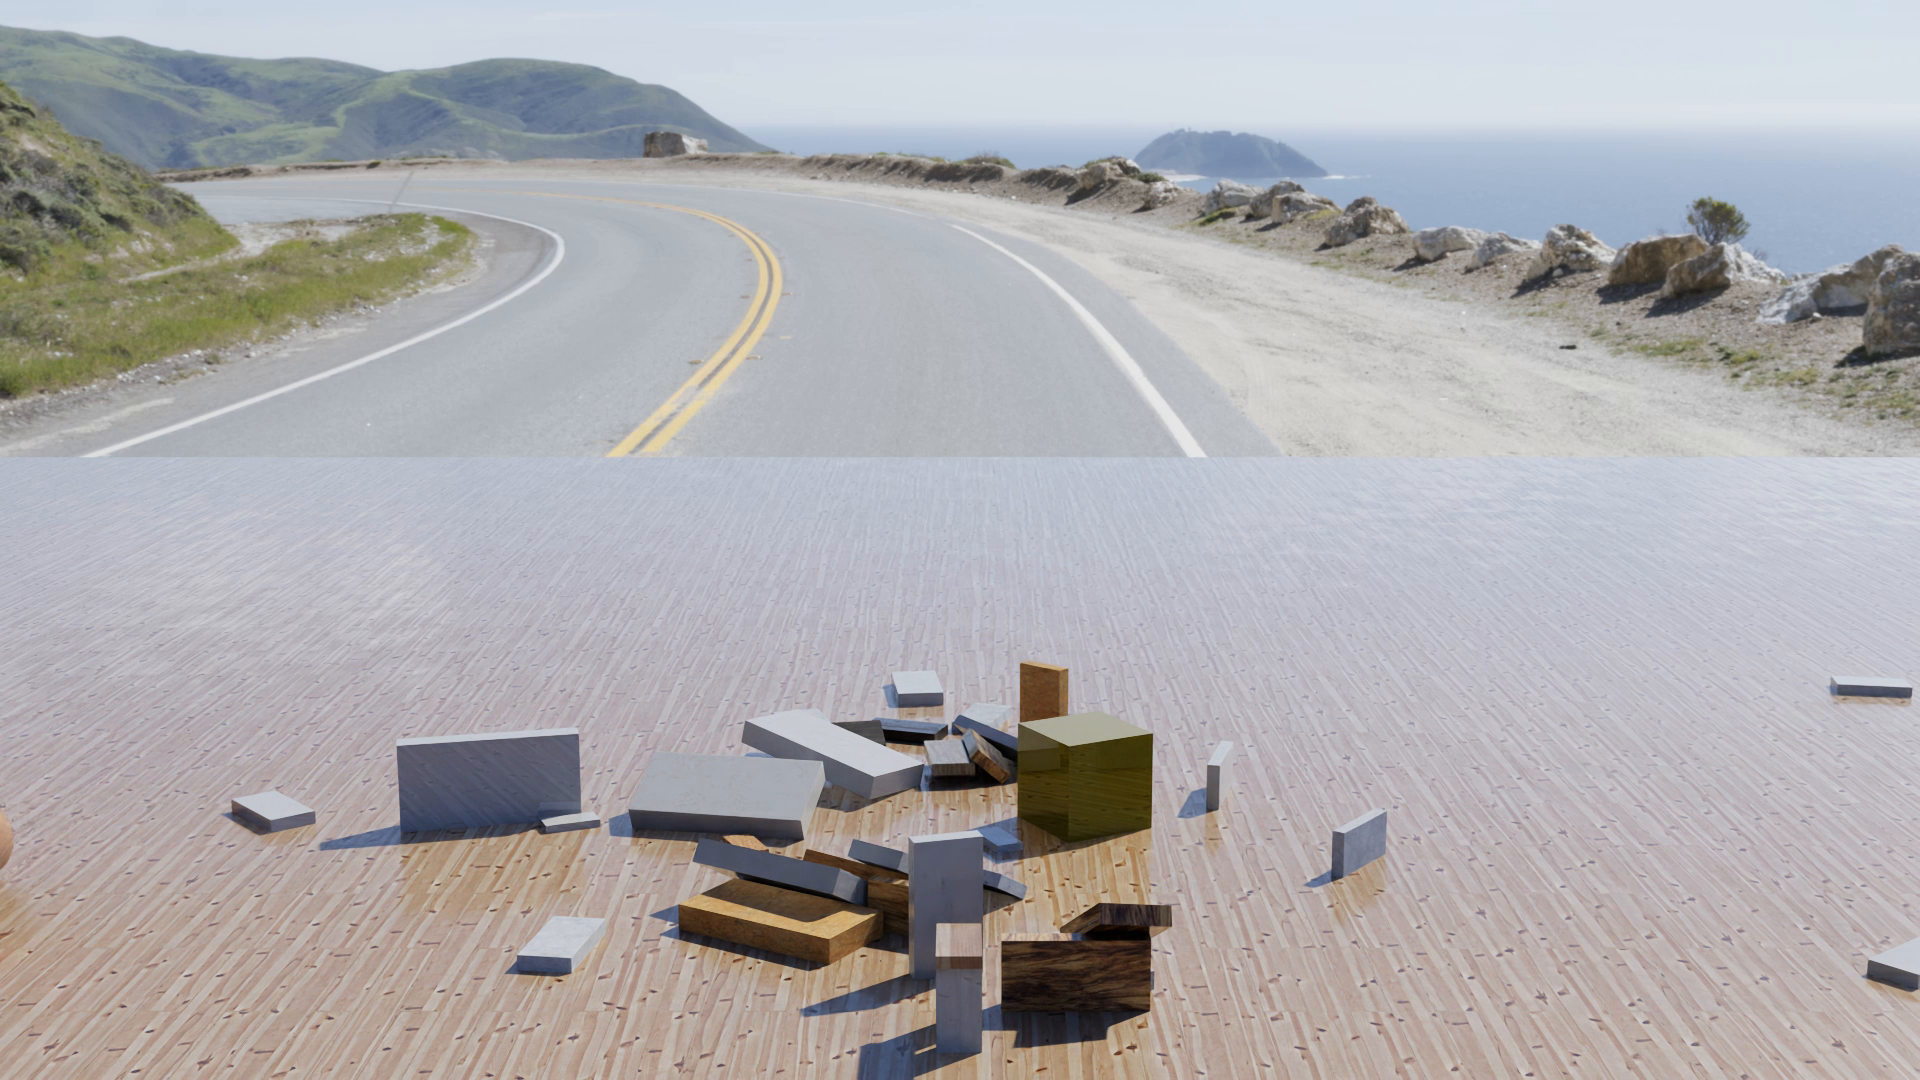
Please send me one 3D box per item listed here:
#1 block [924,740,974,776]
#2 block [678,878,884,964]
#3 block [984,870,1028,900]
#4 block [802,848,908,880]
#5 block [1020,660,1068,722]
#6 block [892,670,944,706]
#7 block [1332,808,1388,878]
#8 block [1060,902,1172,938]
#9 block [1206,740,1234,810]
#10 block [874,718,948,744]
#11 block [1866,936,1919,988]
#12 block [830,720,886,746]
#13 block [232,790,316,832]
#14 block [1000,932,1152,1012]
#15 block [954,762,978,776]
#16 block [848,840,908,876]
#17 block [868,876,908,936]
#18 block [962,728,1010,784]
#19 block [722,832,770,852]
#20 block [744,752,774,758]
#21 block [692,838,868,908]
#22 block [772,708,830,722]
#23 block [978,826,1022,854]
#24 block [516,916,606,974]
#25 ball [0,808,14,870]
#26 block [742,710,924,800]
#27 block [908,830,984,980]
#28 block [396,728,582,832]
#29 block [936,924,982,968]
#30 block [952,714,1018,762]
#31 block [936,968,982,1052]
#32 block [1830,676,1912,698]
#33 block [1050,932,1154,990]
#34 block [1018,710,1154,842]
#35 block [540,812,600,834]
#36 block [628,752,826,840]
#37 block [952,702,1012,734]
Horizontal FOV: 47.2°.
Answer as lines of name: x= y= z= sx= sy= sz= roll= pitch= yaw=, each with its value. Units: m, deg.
block: x=-0.022 y=0.429 z=4.343 sx=0.082 sy=0.023 sz=0.165 roll=-1 pitch=11 yaw=-7
block: x=-0.285 y=0.602 z=3.488 sx=0.293 sy=0.042 sz=0.147 roll=6 pitch=12 yaw=31
block: x=0.022 y=0.561 z=3.662 sx=0.165 sy=0.023 sz=0.082 roll=8 pitch=-16 yaw=38
block: x=-0.136 y=0.560 z=3.621 sx=0.243 sy=0.029 sz=0.103 roll=8 pitch=-17 yaw=37
block: x=0.168 y=0.350 z=4.410 sx=0.101 sy=0.202 sz=0.029 roll=9 pitch=14 yaw=40
block: x=-0.097 y=0.334 z=4.967 sx=0.101 sy=0.029 sz=0.202 roll=-1 pitch=11 yaw=-6
block: x=0.692 y=0.524 z=3.807 sx=0.023 sy=0.080 sz=0.159 roll=8 pitch=13 yaw=37
block: x=0.227 y=0.569 z=3.232 sx=0.108 sy=0.030 sz=0.215 roll=4 pitch=-20 yaw=-12
block: x=0.497 y=0.448 z=4.199 sx=0.024 sy=0.086 sz=0.171 roll=3 pitch=11 yaw=15
block: x=-0.116 y=0.401 z=4.622 sx=0.164 sy=0.023 sz=0.082 roll=4 pitch=11 yaw=19
block: x=1.457 y=0.640 z=3.338 sx=0.159 sy=0.023 sz=0.080 roll=-8 pitch=13 yaw=-38
block: x=-0.239 y=0.407 z=4.506 sx=0.164 sy=0.023 sz=0.082 roll=-2 pitch=34 yaw=-11
block: x=-1.272 y=0.502 z=4.074 sx=0.086 sy=0.024 sz=0.171 roll=-9 pitch=14 yaw=-41
block: x=0.167 y=0.626 z=3.183 sx=0.215 sy=0.108 sz=0.030 roll=0 pitch=11 yaw=0
block: x=-0.004 y=0.440 z=4.415 sx=0.082 sy=0.023 sz=0.165 roll=1 pitch=11 yaw=4
block: x=-0.082 y=0.539 z=3.593 sx=0.104 sy=0.029 sz=0.207 roll=8 pitch=-16 yaw=36
block: x=-0.067 y=0.584 z=3.475 sx=0.165 sy=0.082 sz=0.023 roll=5 pitch=12 yaw=25
block: x=0.051 y=0.426 z=4.357 sx=0.082 sy=0.023 sz=0.164 roll=39 pitch=5 yaw=-11
block: x=-0.379 y=0.542 z=3.888 sx=0.050 sy=0.014 sz=0.100 roll=-5 pitch=12 yaw=-25
block: x=-0.379 y=0.470 z=4.203 sx=0.147 sy=0.042 sz=0.293 roll=2 pitch=11 yaw=12
block: x=-0.277 y=0.548 z=3.584 sx=0.293 sy=0.042 sz=0.147 roll=6 pitch=-18 yaw=35
block: x=-0.324 y=0.397 z=4.629 sx=0.101 sy=0.029 sz=0.203 roll=-3 pitch=11 yaw=-17
block: x=0.067 y=0.535 z=3.925 sx=0.050 sy=0.014 sz=0.100 roll=-5 pitch=12 yaw=-25
block: x=-0.616 y=0.626 z=3.409 sx=0.086 sy=0.024 sz=0.171 roll=2 pitch=11 yaw=8
ball: x=-1.675 y=0.505 z=3.697 sx=0.156 sy=0.156 sz=0.156 roll=0 pitch=11 yaw=0
block: x=-0.249 y=0.415 z=4.291 sx=0.325 sy=0.046 sz=0.162 roll=20 pitch=15 yaw=32
block: x=-0.021 y=0.549 z=3.303 sx=0.108 sy=0.215 sz=0.030 roll=-3 pitch=11 yaw=-17
block: x=-0.863 y=0.439 z=4.037 sx=0.325 sy=0.162 sz=0.046 roll=-3 pitch=11 yaw=-14
block: x=-0.001 y=0.565 z=3.061 sx=0.063 sy=0.018 sz=0.127 roll=0 pitch=11 yaw=0
block: x=0.085 y=0.411 z=4.429 sx=0.082 sy=0.023 sz=0.254 roll=45 pitch=-16 yaw=-30
block: x=-0.001 y=0.644 z=3.033 sx=0.063 sy=0.127 sz=0.018 roll=0 pitch=11 yaw=0
block: x=2.069 y=0.332 z=4.994 sx=0.159 sy=0.023 sz=0.080 roll=2 pitch=11 yaw=11
block: x=0.194 y=0.639 z=3.323 sx=0.104 sy=0.029 sz=0.207 roll=-5 pitch=12 yaw=-27
block: x=0.228 y=0.431 z=4.033 sx=0.179 sy=0.179 sz=0.179 roll=-6 pitch=12 yaw=-29
block: x=-0.713 y=0.517 z=4.024 sx=0.100 sy=0.014 sz=0.050 roll=-4 pitch=11 yaw=-23
block: x=-0.425 y=0.467 z=4.032 sx=0.325 sy=0.046 sz=0.162 roll=2 pitch=35 yaw=12
block: x=0.047 y=0.384 z=4.717 sx=0.082 sy=0.023 sz=0.165 roll=3 pitch=11 yaw=18
